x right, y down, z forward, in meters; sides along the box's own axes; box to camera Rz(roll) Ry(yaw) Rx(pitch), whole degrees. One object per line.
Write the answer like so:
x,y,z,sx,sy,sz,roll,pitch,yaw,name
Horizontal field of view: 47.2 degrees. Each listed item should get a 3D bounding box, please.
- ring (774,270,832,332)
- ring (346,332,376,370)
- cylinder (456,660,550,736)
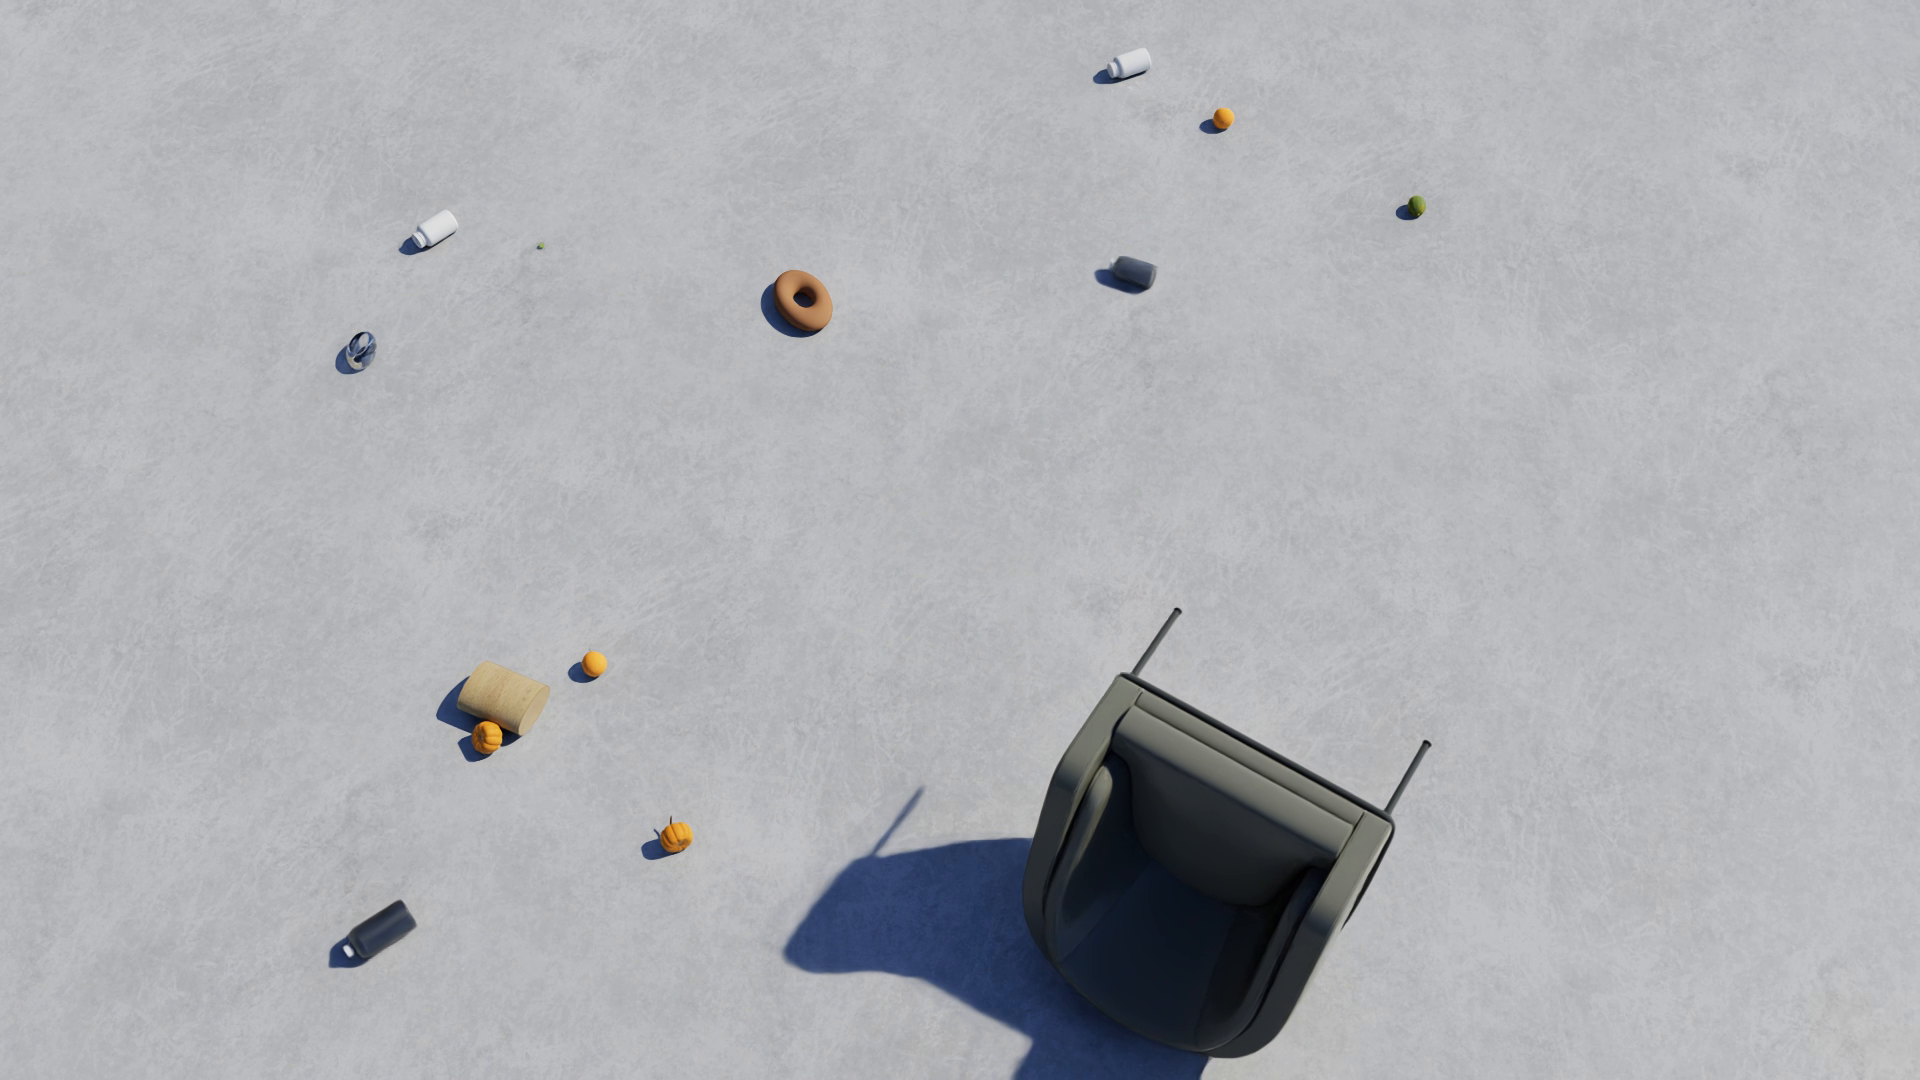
-0.504,-0.769,7.051,0.172,0.065,0.259,-23,58,-16,ring
-1.889,-0.598,6.942,0.090,0.057,0.138,6,58,6,ring
-1.290,0.445,6.216,0.201,0.098,0.170,21,55,13,cylinder
